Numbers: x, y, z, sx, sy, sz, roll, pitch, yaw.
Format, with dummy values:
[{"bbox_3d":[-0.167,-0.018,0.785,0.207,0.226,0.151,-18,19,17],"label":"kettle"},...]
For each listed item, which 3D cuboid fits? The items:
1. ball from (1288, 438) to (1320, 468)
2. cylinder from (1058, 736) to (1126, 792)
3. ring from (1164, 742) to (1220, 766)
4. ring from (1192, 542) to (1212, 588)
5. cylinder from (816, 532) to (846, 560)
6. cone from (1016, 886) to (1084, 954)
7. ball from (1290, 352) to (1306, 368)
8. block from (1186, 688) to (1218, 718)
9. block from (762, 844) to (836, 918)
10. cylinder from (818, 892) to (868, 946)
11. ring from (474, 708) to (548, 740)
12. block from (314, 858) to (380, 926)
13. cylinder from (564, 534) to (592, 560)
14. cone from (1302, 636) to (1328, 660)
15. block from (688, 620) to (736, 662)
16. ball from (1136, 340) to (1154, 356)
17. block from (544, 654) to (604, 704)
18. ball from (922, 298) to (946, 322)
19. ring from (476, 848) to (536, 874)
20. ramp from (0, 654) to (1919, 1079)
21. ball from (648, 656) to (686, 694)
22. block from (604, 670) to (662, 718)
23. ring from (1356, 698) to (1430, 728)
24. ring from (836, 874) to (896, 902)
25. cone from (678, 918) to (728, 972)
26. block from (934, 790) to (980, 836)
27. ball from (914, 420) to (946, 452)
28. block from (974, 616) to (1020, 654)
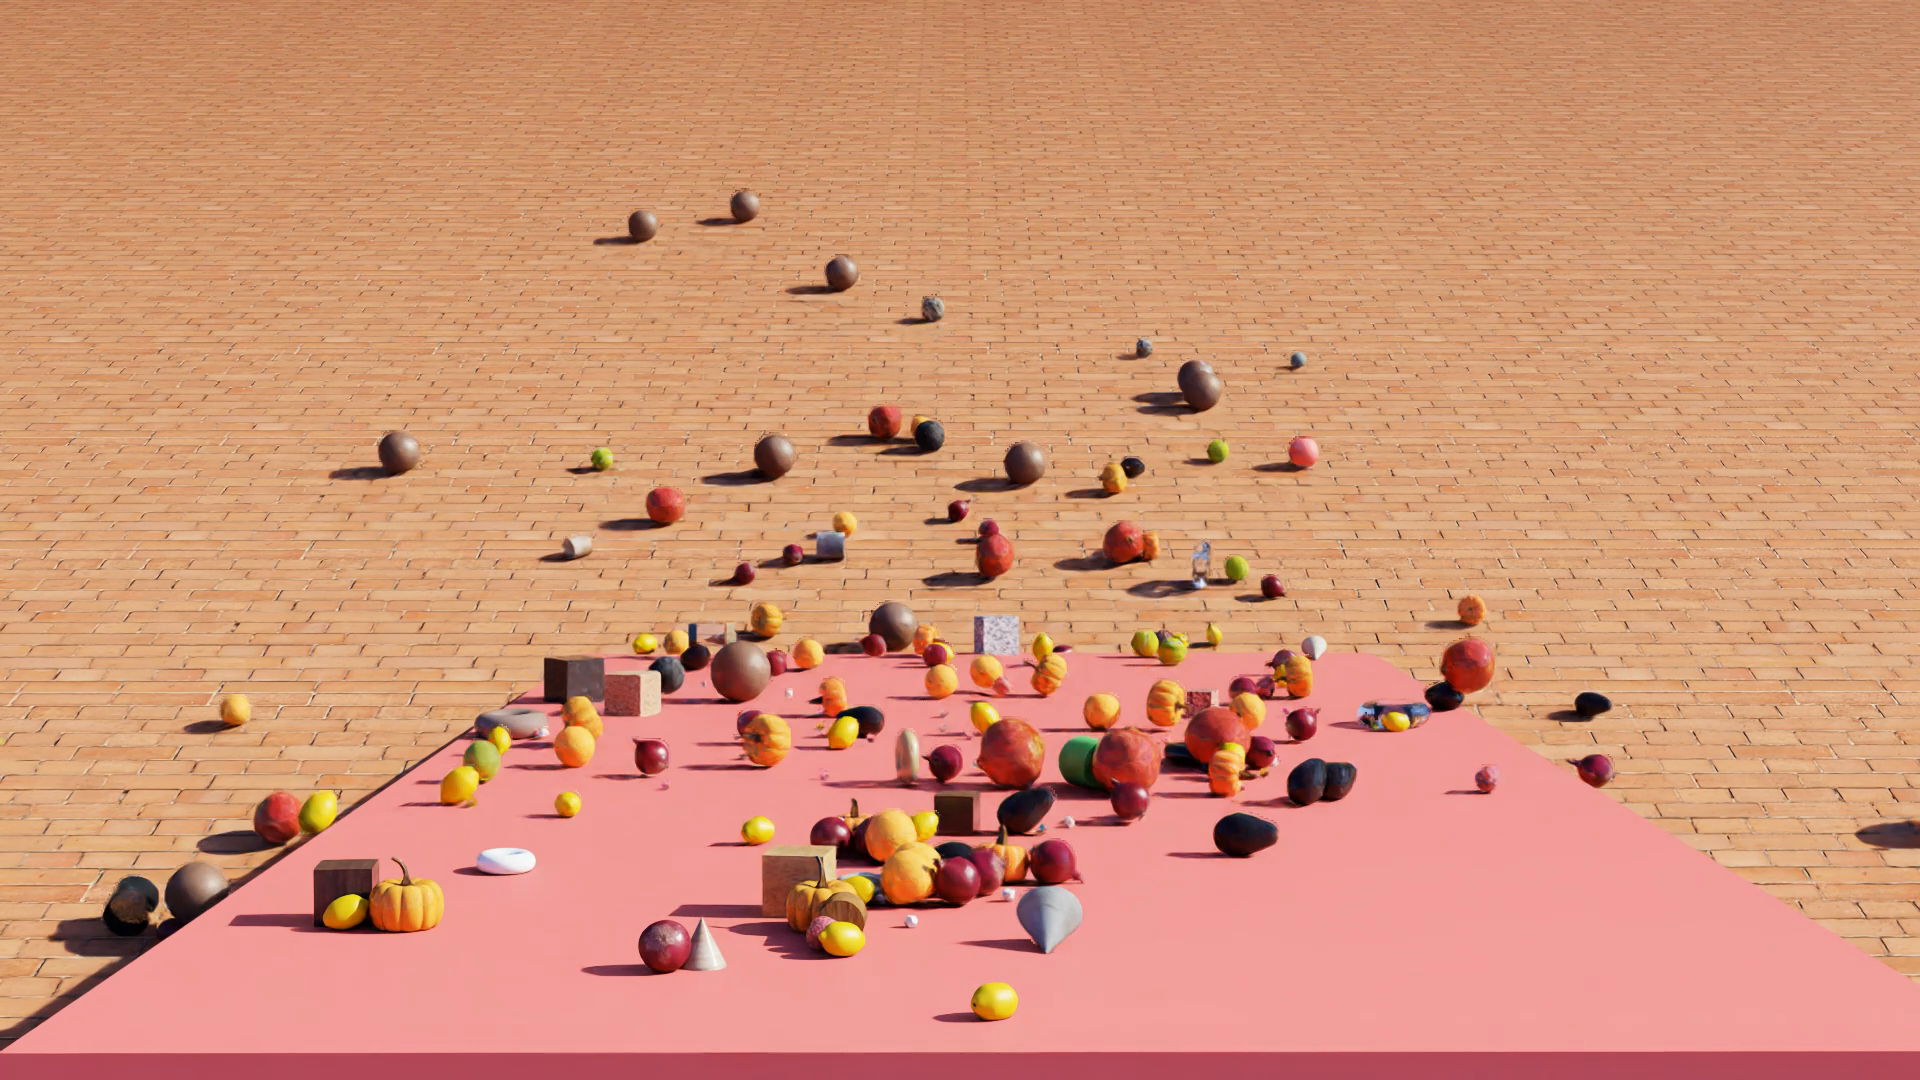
[{"bbox_3d":[1.086,-0.276,8.112,0.095,0.095,0.095,0,21,0],"label":"ball"},{"bbox_3d":[0.219,0.370,4.253,0.082,0.082,0.082,-12,8,-27],"label":"cylinder"},{"bbox_3d":[0.409,0.378,4.547,0.101,0.034,0.101,4,2,0],"label":"ring"},{"bbox_3d":[0.674,0.069,7.171,0.044,0.131,0.131,5,22,12],"label":"ring"},{"bbox_3d":[-0.371,0.016,7.378,0.079,0.079,0.079,1,21,2],"label":"cylinder"},{"bbox_3d":[0.103,0.461,3.011,0.079,0.079,0.079,2,30,5],"label":"cone"},{"bbox_3d":[1.198,-0.636,9.096,0.054,0.054,0.054,0,21,0],"label":"ball"},{"bbox_3d":[0.491,0.332,5.213,0.054,0.054,0.054,1,3,22],"label":"block"},{"bbox_3d":[-0.202,0.428,3.225,0.078,0.078,0.078,0,3,8],"label":"block"},{"bbox_3d":[-0.139,0.449,3.047,0.055,0.055,0.055,1,3,2],"label":"cylinder"},{"bbox_3d":[-0.859,0.353,4.919,0.141,0.047,0.141,-1,4,0],"label":"ring"},{"bbox_3d":[-0.757,0.435,3.173,0.070,0.070,0.070,0,3,-6],"label":"block"},{"bbox_3d":[-1.100,0.019,7.399,0.059,0.059,0.059,-17,27,-37],"label":"cylinder"},{"bbox_3d":[0.881,0.281,6.381,0.064,0.064,0.064,1,33,4],"label":"cone"},{"bbox_3d":[-0.615,0.250,6.376,0.092,0.092,0.092,1,3,13],"label":"block"},{"bbox_3d":[0.662,-0.689,9.218,0.064,0.064,0.064,0,21,0],"label":"ball"},{"bbox_3d":[-0.824,0.298,5.494,0.093,0.093,0.093,-3,4,-40],"label":"block"},{"bbox_3d":[-0.099,-0.864,9.633,0.091,0.091,0.091,0,21,0],"label":"ball"},{"bbox_3d":[-0.620,0.439,3.509,0.081,0.027,0.081,1,3,0],"label":"ring"},{"bbox_3d":[0.049,0.446,4.532,2.000,0.100,4.000,0,3,0],"label":"ramp"},{"bbox_3d":[-0.643,0.296,5.635,0.082,0.082,0.082,0,21,0],"label":"ball"},{"bbox_3d":[-0.671,0.314,5.266,0.085,0.085,0.085,1,3,22],"label":"block"},{"bbox_3d":[0.854,0.343,5.069,0.144,0.048,0.144,-1,4,0],"label":"ring"},{"bbox_3d":[-0.124,0.449,3.313,0.083,0.028,0.083,1,4,0],"label":"ring"},{"bbox_3d":[-0.293,0.455,2.919,0.057,0.057,0.057,0,3,0],"label":"cone"},{"bbox_3d":[-0.004,0.406,3.815,0.059,0.059,0.059,1,3,11],"label":"block"},{"bbox_3d":[-0.096,-0.334,8.255,0.099,0.099,0.099,0,21,0],"label":"ball"},{"bbox_3d":[0.094,0.241,6.535,0.093,0.093,0.093,0,0,-14],"label":"block"}]
